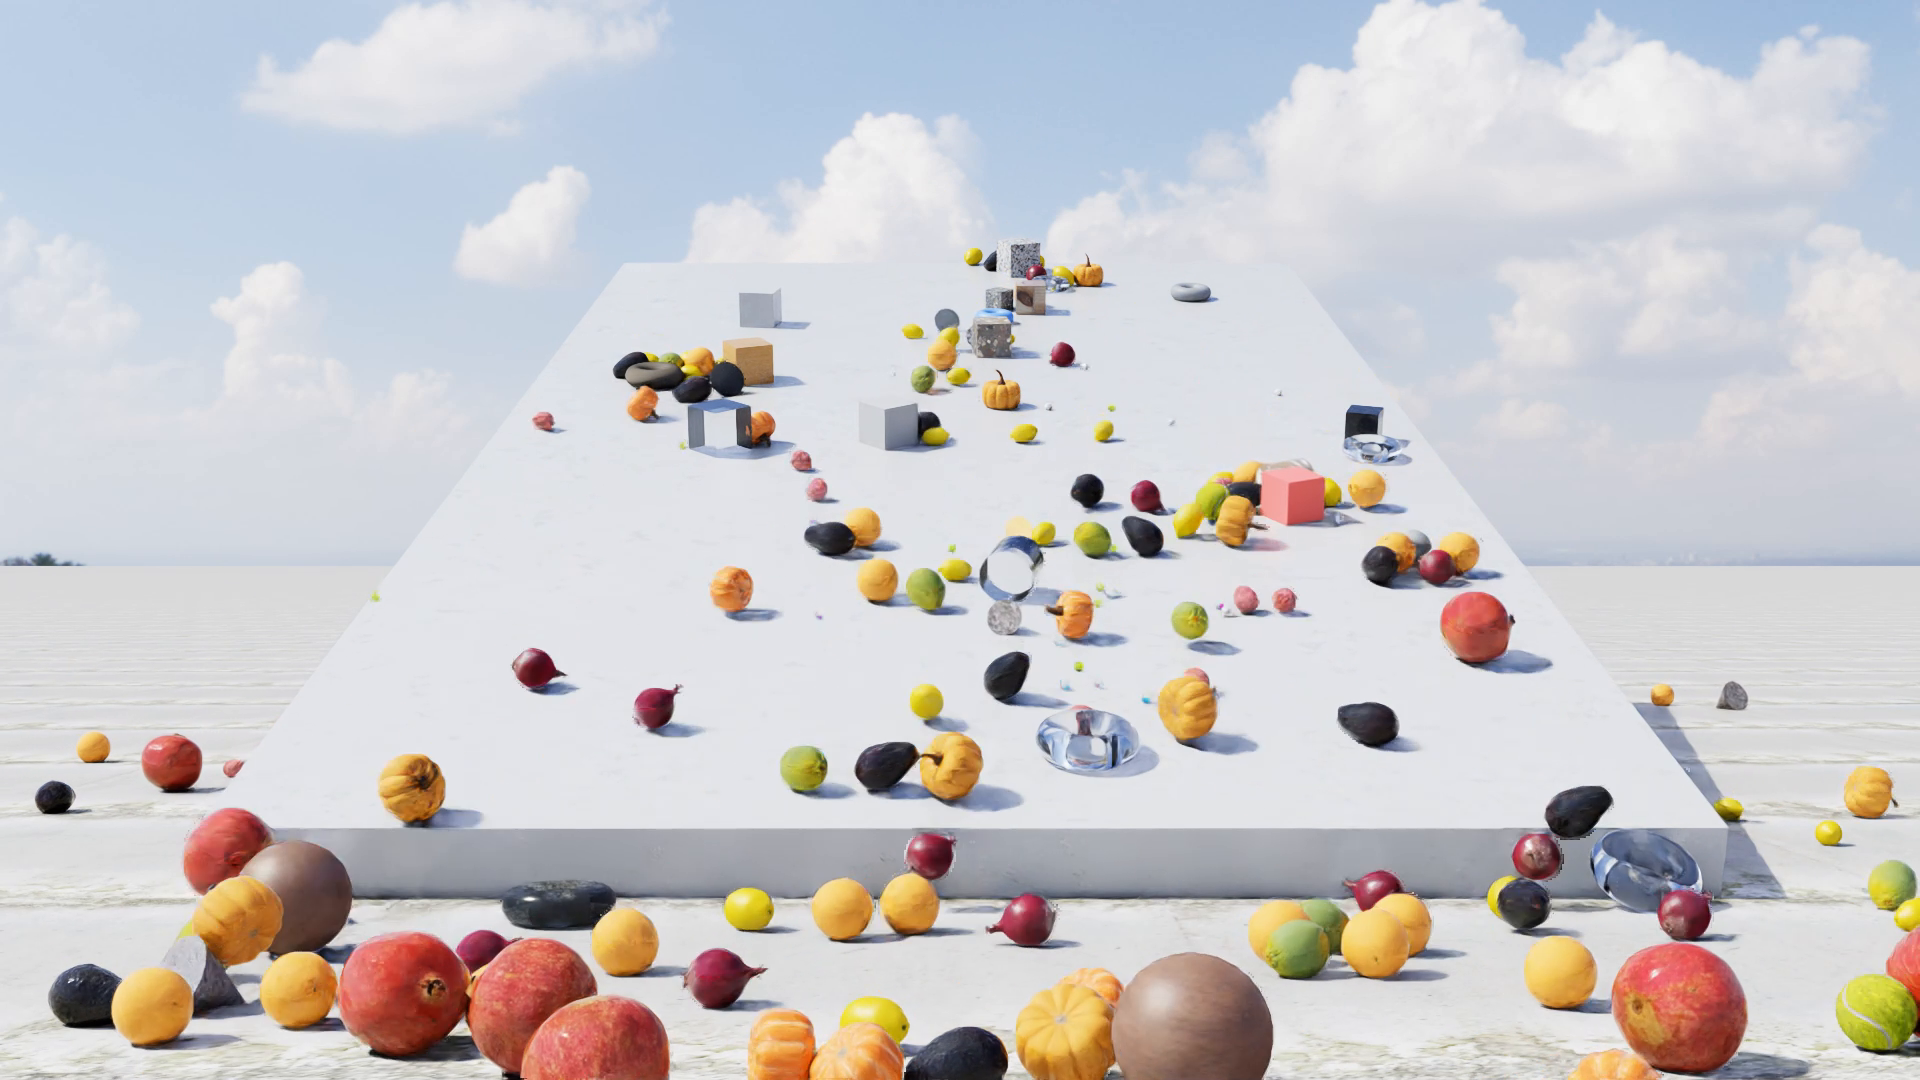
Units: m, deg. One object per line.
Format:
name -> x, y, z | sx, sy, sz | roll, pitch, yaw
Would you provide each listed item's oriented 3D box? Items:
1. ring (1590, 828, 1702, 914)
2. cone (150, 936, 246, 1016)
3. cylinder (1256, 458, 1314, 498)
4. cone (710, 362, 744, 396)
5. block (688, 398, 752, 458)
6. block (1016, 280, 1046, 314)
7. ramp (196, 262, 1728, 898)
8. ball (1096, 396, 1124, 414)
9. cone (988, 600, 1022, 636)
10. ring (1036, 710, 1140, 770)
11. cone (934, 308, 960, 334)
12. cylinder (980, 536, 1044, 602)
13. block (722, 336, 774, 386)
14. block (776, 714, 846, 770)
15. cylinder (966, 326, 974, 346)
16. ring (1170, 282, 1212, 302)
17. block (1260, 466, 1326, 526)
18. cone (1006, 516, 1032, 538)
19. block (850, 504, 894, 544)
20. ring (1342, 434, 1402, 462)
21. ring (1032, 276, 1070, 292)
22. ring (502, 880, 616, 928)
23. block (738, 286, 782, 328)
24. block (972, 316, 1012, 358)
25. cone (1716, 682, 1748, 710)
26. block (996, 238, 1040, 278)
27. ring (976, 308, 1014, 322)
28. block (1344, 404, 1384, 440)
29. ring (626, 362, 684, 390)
ring -> 0.878, 0.424, 2.858 | 0.143, 0.048, 0.143 | 7, 32, -4
cone -> -0.743, 0.446, 2.218 | 0.083, 0.083, 0.083 | 0, -27, 42
cylinder -> 0.629, -0.112, 4.310 | 0.084, 0.084, 0.084 | -9, 4, -27
cone -> -0.554, -0.362, 5.170 | 0.083, 0.083, 0.083 | 0, -11, -27
block -> -0.504, -0.236, 4.677 | 0.095, 0.095, 0.095 | -16, 23, -41
block -> 0.190, -0.655, 6.028 | 0.079, 0.079, 0.079 | 0, 18, -1
ramp -> -0.003, -0.182, 4.831 | 2.000, 0.100, 4.000 | 0, 18, 0
ball -> 0.337, -0.294, 5.011 | 0.061, 0.061, 0.061 | 0, -1, 0
cone -> 0.081, 0.130, 3.640 | 0.059, 0.059, 0.059 | 0, -10, 19
ring -> 0.179, 0.280, 3.132 | 0.147, 0.049, 0.147 | 1, 18, 0
cone -> -0.042, -0.562, 5.814 | 0.067, 0.067, 0.067 | 0, -10, -15
cylinder -> 0.088, 0.050, 3.786 | 0.093, 0.093, 0.093 | 0, 17, 15
block -> -0.500, -0.421, 5.265 | 0.092, 0.092, 0.092 | -8, 19, -24
block -> -0.208, 0.294, 3.133 | 0.090, 0.090, 0.090 | -2, 0, 0
cylinder -> 0.058, -0.518, 5.624 | 0.062, 0.062, 0.062 | 0, 16, 26
ring -> 0.642, -0.689, 6.206 | 0.114, 0.038, 0.114 | 1, 19, 0
block -> 0.629, -0.083, 4.219 | 0.085, 0.085, 0.085 | -9, 20, -27
cone -> 0.118, -0.013, 4.095 | 0.054, 0.054, 0.054 | 0, -11, 25
block -> -0.161, -0.031, 4.089 | 0.054, 0.054, 0.054 | 15, 15, 23
ring -> 0.854, -0.190, 4.630 | 0.123, 0.041, 0.123 | 0, 16, 0
ring -> 0.254, -0.726, 6.320 | 0.111, 0.037, 0.111 | 1, 17, 0
ring -> -0.492, 0.447, 2.741 | 0.139, 0.046, 0.139 | -1, -2, 0
block -> -0.525, -0.613, 5.872 | 0.092, 0.092, 0.092 | 3, 18, 8
block -> 0.080, -0.504, 5.541 | 0.084, 0.084, 0.084 | -2, 18, -7
cone -> 2.285, 0.484, 6.659 | 0.092, 0.092, 0.092 | 0, -27, -26
block -> 0.171, -0.829, 6.546 | 0.096, 0.096, 0.096 | -8, 19, -23
ring -> 0.091, -0.588, 5.893 | 0.102, 0.034, 0.102 | 1, 17, 0
block -> 0.861, -0.244, 4.752 | 0.069, 0.069, 0.069 | 6, 19, 19
ring -> -0.717, -0.386, 5.235 | 0.135, 0.045, 0.135 | 1, 17, 0
